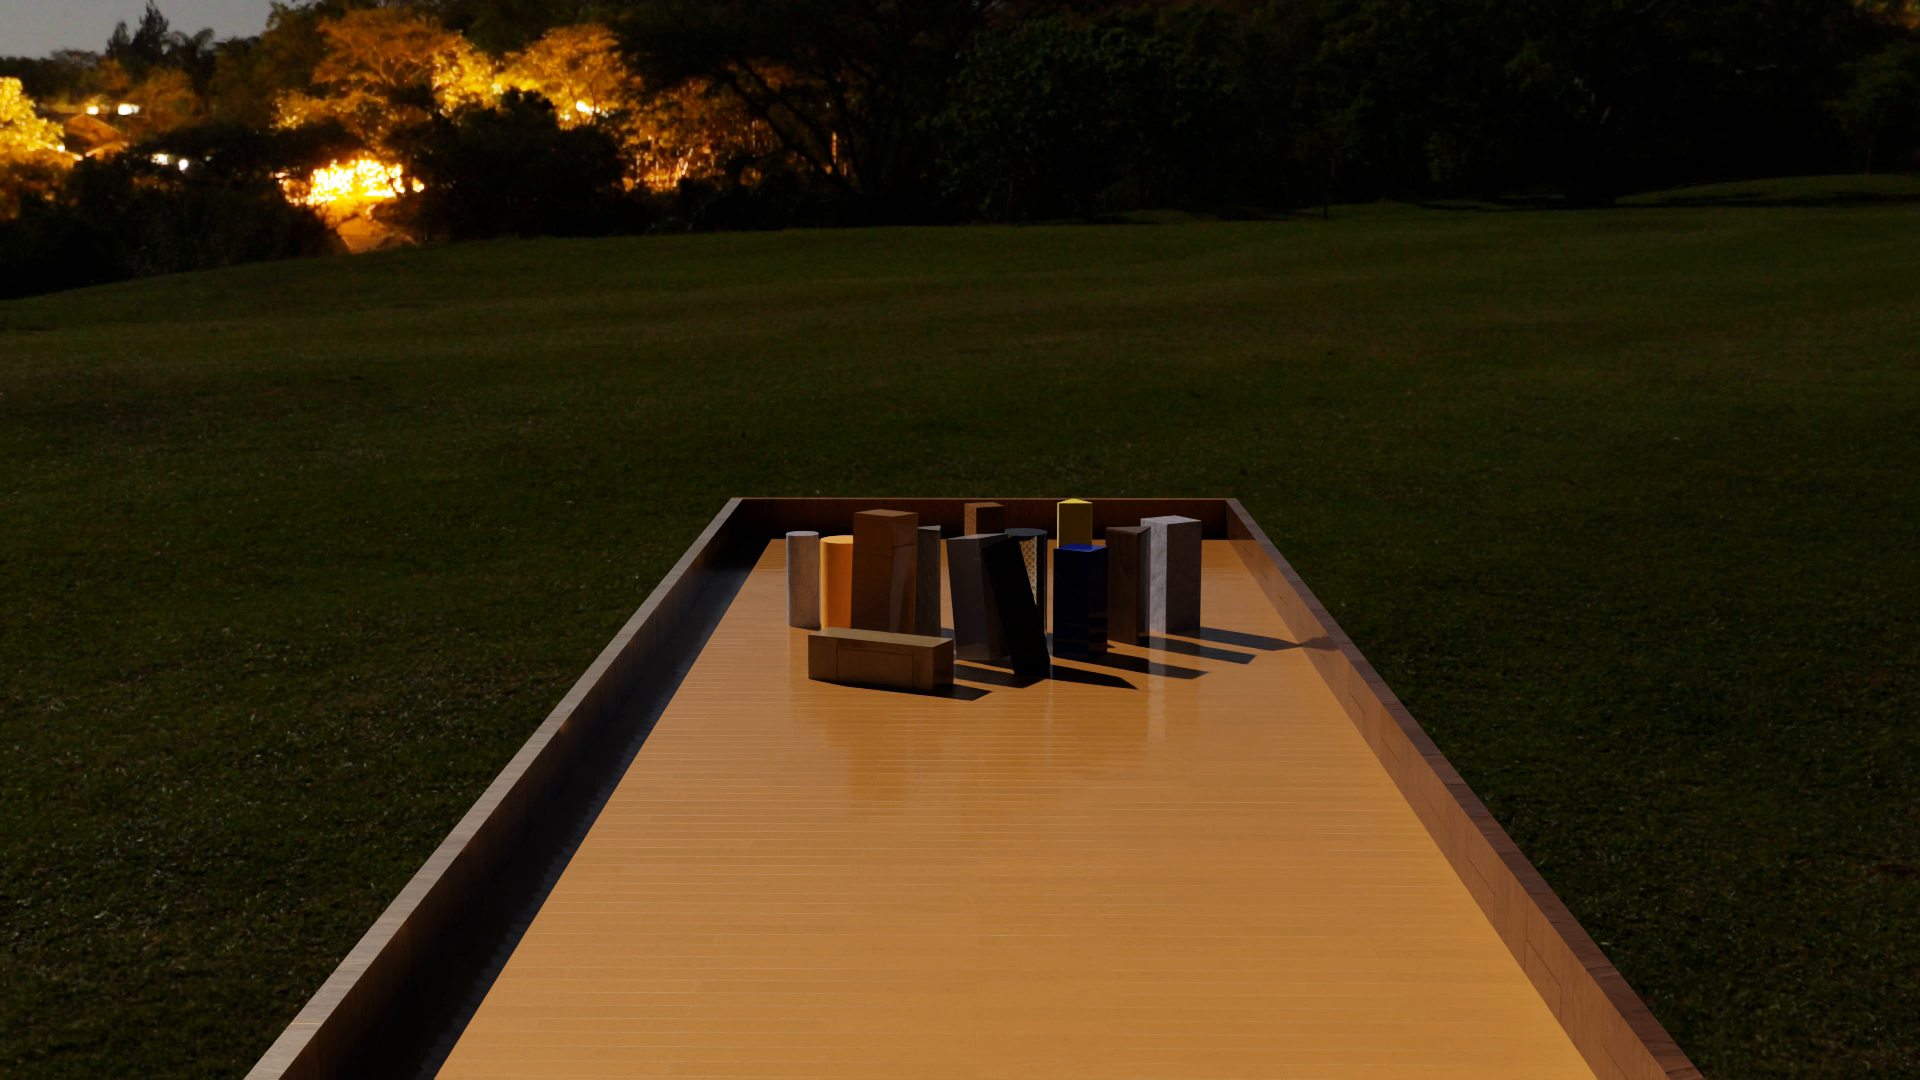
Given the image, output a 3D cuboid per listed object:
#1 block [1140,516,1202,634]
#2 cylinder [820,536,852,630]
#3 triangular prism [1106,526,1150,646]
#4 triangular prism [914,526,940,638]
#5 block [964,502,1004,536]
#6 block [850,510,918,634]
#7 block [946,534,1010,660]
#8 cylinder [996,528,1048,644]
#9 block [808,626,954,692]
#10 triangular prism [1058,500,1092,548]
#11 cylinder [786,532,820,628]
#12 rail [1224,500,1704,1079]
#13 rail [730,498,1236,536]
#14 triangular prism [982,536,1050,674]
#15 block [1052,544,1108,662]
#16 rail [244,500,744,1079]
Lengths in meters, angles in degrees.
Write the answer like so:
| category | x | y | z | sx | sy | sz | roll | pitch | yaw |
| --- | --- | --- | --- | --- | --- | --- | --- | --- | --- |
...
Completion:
| category | x | y | z | sx | sy | sz | roll | pitch | yaw |
| --- | --- | --- | --- | --- | --- | --- | --- | --- | --- |
| block | 0.686 | 0.111 | 7.167 | 0.141 | 0.358 | 0.141 | -6 | 11 | -31 |
| cylinder | -0.358 | 0.159 | 6.961 | 0.164 | 0.326 | 0.164 | 0 | 9 | 0 |
| triangular prism | 0.557 | 0.141 | 6.974 | 0.126 | 0.359 | 0.146 | -8 | 12 | -40 |
| triangular prism | -0.086 | 0.142 | 6.938 | 0.100 | 0.368 | 0.087 | 6 | 11 | 31 |
| block | 0.080 | 0.085 | 7.178 | 0.100 | 0.405 | 0.100 | -4 | 10 | -22 |
| block | -0.232 | 0.137 | 6.704 | 0.141 | 0.443 | 0.141 | 6 | 8 | 32 |
| block | 0.069 | 0.172 | 6.701 | 0.135 | 0.369 | 0.135 | -1 | 6 | 43 |
| cylinder | 0.195 | 0.151 | 6.919 | 0.160 | 0.356 | 0.160 | 0 | 9 | 0 |
| block | -0.231 | 0.346 | 6.399 | 0.409 | 0.133 | 0.133 | 4 | 10 | 26 |
| triangular prism | 0.372 | 0.077 | 7.197 | 0.111 | 0.415 | 0.096 | 0 | 9 | 0 |
| cylinder | -0.516 | 0.129 | 7.229 | 0.107 | 0.303 | 0.107 | 0 | 9 | 0 |
| rail | 1.046 | 0.843 | 3.208 | 0.050 | 0.150 | 12.000 | 0 | 9 | 1 |
| rail | 0.099 | -0.098 | 9.147 | 2.100 | 0.150 | 0.050 | 0 | 9 | 1 |
| triangular prism | 0.191 | 0.197 | 6.567 | 0.124 | 0.393 | 0.107 | -22 | -16 | 27 |
| block | 0.369 | 0.189 | 6.739 | 0.123 | 0.337 | 0.123 | 6 | 11 | 31 |
| rail | -1.004 | 0.839 | 3.234 | 0.050 | 0.150 | 12.000 | 0 | 9 | 1 |
